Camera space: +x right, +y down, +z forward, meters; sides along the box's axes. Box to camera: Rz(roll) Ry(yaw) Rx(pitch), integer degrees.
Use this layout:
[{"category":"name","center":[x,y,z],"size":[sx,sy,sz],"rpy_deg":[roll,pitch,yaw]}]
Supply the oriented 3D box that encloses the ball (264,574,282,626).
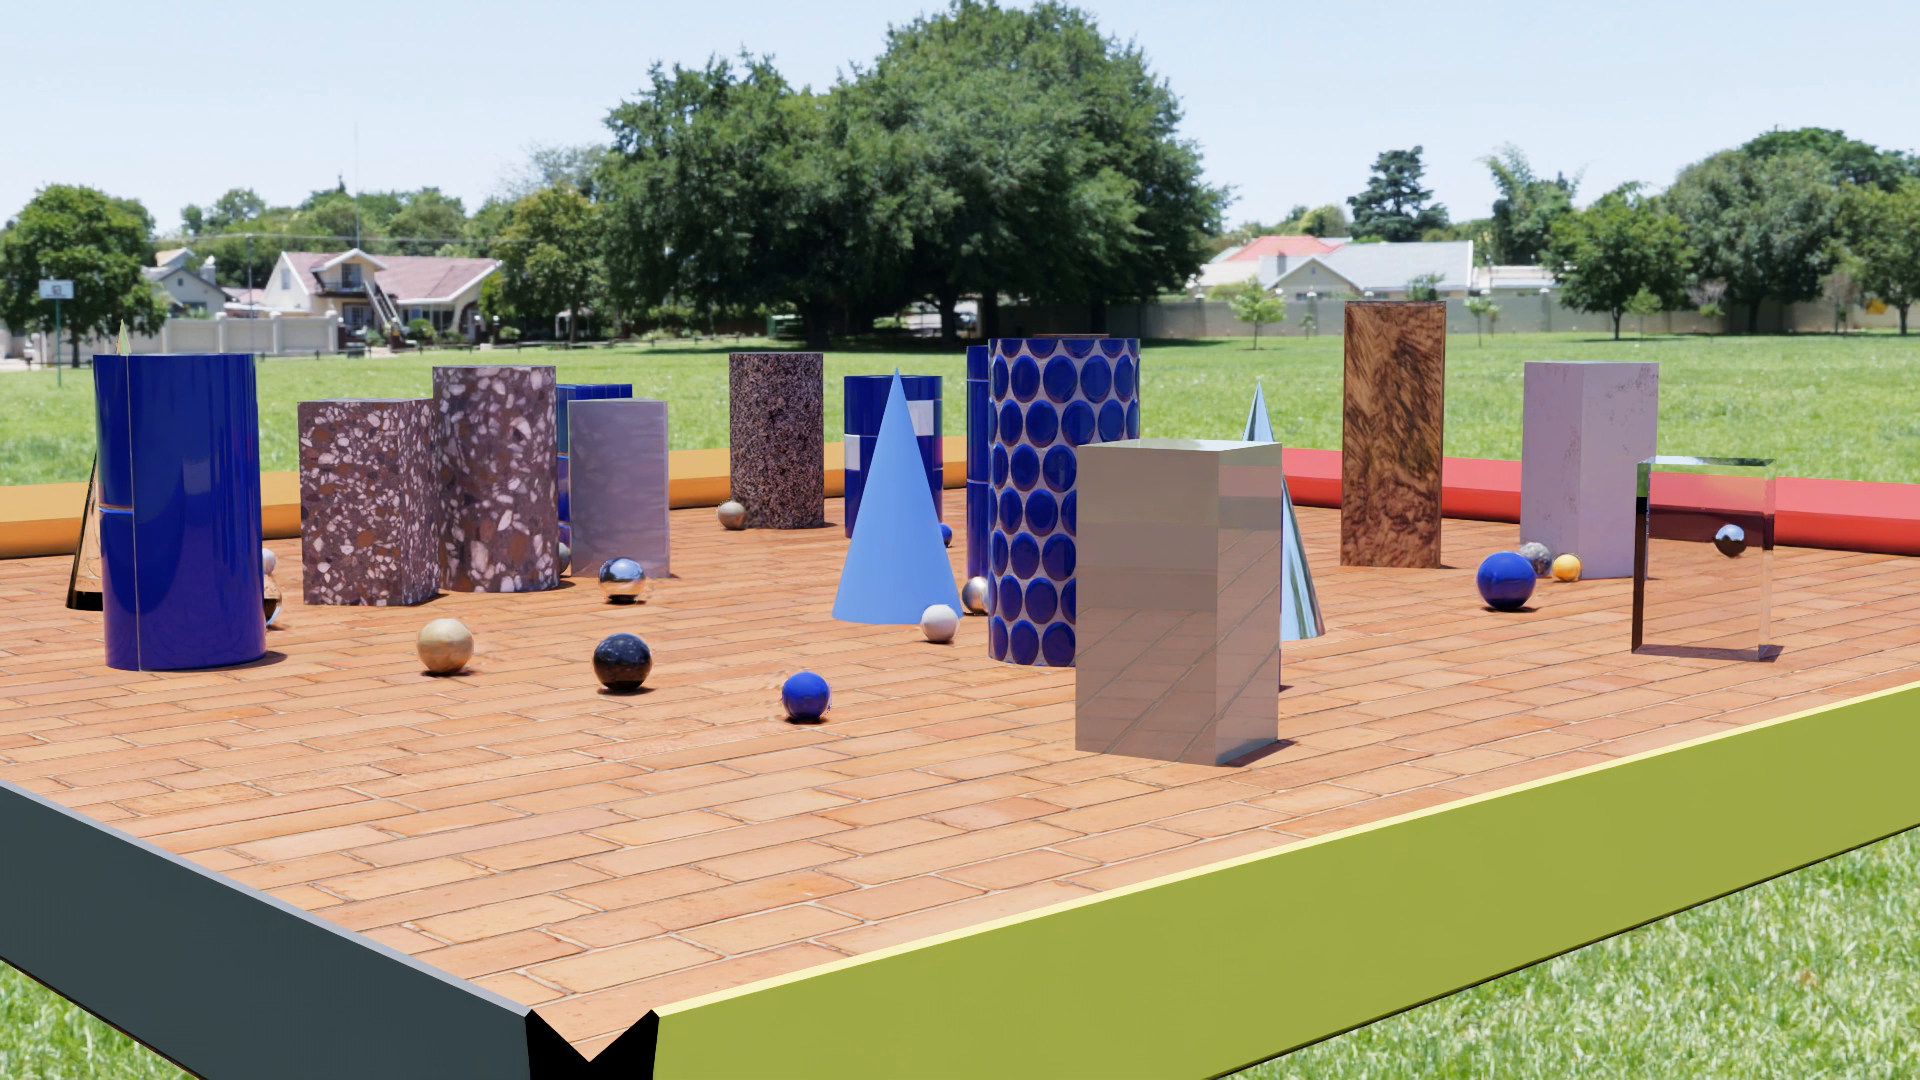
[{"category":"ball","center":[-0.988,0.084,3.065],"size":[0.082,0.082,0.082],"rpy_deg":[0,6,0]}]

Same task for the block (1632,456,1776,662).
[{"category":"block","center":[0.973,0.021,2.873],"size":[0.155,0.248,0.155],"rpy_deg":[3,7,25]}]

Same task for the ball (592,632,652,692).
[{"category":"ball","center":[-0.394,0.142,2.568],"size":[0.069,0.069,0.069],"rpy_deg":[0,6,0]}]

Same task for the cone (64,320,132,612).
[{"category":"cone","center":[-1.258,-0.119,3.323],"size":[0.194,0.431,0.194],"rpy_deg":[0,6,0]}]

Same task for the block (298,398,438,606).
[{"category":"block","center":[-0.906,-0.062,3.375],"size":[0.155,0.307,0.155],"rpy_deg":[1,6,7]}]

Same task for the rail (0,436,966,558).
[{"category":"rail","center":[-1.087,-0.090,4.503],"size":[3.463,0.126,0.045],"rpy_deg":[-6,8,-42]}]

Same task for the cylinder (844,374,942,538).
[{"category":"cylinder","center":[-0.130,-0.164,4.316],"size":[0.194,0.314,0.194],"rpy_deg":[0,6,0]}]

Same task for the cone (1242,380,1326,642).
[{"category":"cone","center":[0.411,-0.047,3.036],"size":[0.194,0.348,0.194],"rpy_deg":[0,6,0]}]

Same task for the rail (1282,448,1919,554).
[{"category":"rail","center":[1.255,-0.088,4.484],"size":[0.045,0.126,3.252],"rpy_deg":[-6,8,-42]}]

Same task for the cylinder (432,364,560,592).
[{"category":"cylinder","center":[-0.746,-0.103,3.543],"size":[0.194,0.354,0.194],"rpy_deg":[0,6,0]}]

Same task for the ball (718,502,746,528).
[{"category":"ball","center":[-0.462,-0.050,4.458],"size":[0.056,0.056,0.056],"rpy_deg":[0,6,0]}]

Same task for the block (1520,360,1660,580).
[{"category":"block","center":[1.061,-0.122,3.715],"size":[0.155,0.356,0.155],"rpy_deg":[-3,6,-23]}]

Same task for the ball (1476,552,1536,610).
[{"category":"ball","center":[0.812,0.060,3.271],"size":[0.087,0.087,0.087],"rpy_deg":[0,6,0]}]

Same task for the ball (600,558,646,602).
[{"category":"ball","center":[-0.513,0.061,3.346],"size":[0.069,0.069,0.069],"rpy_deg":[0,6,0]}]

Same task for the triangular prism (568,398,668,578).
[{"category":"triangular prism","center":[-0.557,-0.091,3.718],"size":[0.168,0.294,0.145],"rpy_deg":[1,6,8]}]

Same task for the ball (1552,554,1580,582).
[{"category":"ball","center":[0.994,0.046,3.602],"size":[0.045,0.045,0.045],"rpy_deg":[0,6,0]}]

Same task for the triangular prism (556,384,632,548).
[{"category":"triangular prism","center":[-0.686,-0.143,4.164],"size":[0.145,0.304,0.168],"rpy_deg":[-4,7,-33]}]

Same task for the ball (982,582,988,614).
[{"category":"ball","center":[0.069,0.082,3.109],"size":[0.076,0.076,0.076],"rpy_deg":[0,6,0]}]

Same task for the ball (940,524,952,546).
[{"category":"ball","center":[-0.036,-0.008,4.119],"size":[0.046,0.046,0.046],"rpy_deg":[0,6,0]}]

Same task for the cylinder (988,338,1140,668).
[{"category":"cylinder","center":[0.133,-0.054,2.819],"size":[0.194,0.407,0.194],"rpy_deg":[0,6,0]}]

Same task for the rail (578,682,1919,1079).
[{"category":"rail","center":[1.087,0.156,2.161],"size":[3.463,0.126,0.045],"rpy_deg":[-6,8,-42]}]

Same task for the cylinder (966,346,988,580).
[{"category":"cylinder","center":[0.107,-0.127,3.624],"size":[0.194,0.384,0.194],"rpy_deg":[0,6,0]}]

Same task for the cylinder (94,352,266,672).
[{"category":"cylinder","center":[-0.986,-0.041,2.784],"size":[0.194,0.388,0.194],"rpy_deg":[0,6,0]}]

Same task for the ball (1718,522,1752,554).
[{"category":"ball","center":[1.419,-0.005,4.027],"size":[0.057,0.057,0.057],"rpy_deg":[0,6,0]}]

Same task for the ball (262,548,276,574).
[{"category":"ball","center":[-1.169,0.037,3.677],"size":[0.048,0.048,0.048],"rpy_deg":[0,6,0]}]

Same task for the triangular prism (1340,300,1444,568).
[{"category":"triangular prism","center":[0.765,-0.188,3.856],"size":[0.168,0.458,0.145],"rpy_deg":[2,6,16]}]

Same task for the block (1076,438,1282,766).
[{"category":"block","center":[0.223,0.057,2.236],"size":[0.155,0.309,0.155],"rpy_deg":[4,7,31]}]

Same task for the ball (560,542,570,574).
[{"category":"ball","center":[-0.682,0.030,3.668],"size":[0.063,0.063,0.063],"rpy_deg":[0,6,0]}]

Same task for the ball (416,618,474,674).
[{"category":"ball","center":[-0.631,0.130,2.695],"size":[0.068,0.068,0.068],"rpy_deg":[0,6,0]}]

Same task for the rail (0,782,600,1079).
[{"category":"rail","center":[-1.255,0.154,2.180],"size":[0.045,0.126,3.252],"rpy_deg":[-6,8,-42]}]

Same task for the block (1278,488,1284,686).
[{"category":"block","center":[0.276,0.059,2.570],"size":[0.155,0.235,0.155],"rpy_deg":[3,7,29]}]

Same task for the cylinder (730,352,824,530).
[{"category":"cylinder","center":[-0.378,-0.208,4.539],"size":[0.194,0.355,0.194],"rpy_deg":[0,6,0]}]

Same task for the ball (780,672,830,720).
[{"category":"ball","center":[-0.168,0.169,2.388],"size":[0.053,0.053,0.053],"rpy_deg":[0,6,0]}]

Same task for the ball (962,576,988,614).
[{"category":"ball","center":[0.030,0.081,3.219],"size":[0.055,0.055,0.055],"rpy_deg":[0,6,0]}]

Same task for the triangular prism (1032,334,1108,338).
[{"category":"triangular prism","center":[0.253,-0.209,4.354],"size":[0.168,0.395,0.145],"rpy_deg":[4,7,35]}]

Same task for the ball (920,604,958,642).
[{"category":"ball","center":[-0.027,0.111,2.954],"size":[0.051,0.051,0.051],"rpy_deg":[0,6,0]}]

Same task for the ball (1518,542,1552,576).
[{"category":"ball","center":[0.958,0.033,3.671],"size":[0.058,0.058,0.058],"rpy_deg":[0,6,0]}]

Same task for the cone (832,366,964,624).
[{"category":"cone","center":[-0.091,-0.071,3.193],"size":[0.194,0.364,0.194],"rpy_deg":[0,6,0]}]
